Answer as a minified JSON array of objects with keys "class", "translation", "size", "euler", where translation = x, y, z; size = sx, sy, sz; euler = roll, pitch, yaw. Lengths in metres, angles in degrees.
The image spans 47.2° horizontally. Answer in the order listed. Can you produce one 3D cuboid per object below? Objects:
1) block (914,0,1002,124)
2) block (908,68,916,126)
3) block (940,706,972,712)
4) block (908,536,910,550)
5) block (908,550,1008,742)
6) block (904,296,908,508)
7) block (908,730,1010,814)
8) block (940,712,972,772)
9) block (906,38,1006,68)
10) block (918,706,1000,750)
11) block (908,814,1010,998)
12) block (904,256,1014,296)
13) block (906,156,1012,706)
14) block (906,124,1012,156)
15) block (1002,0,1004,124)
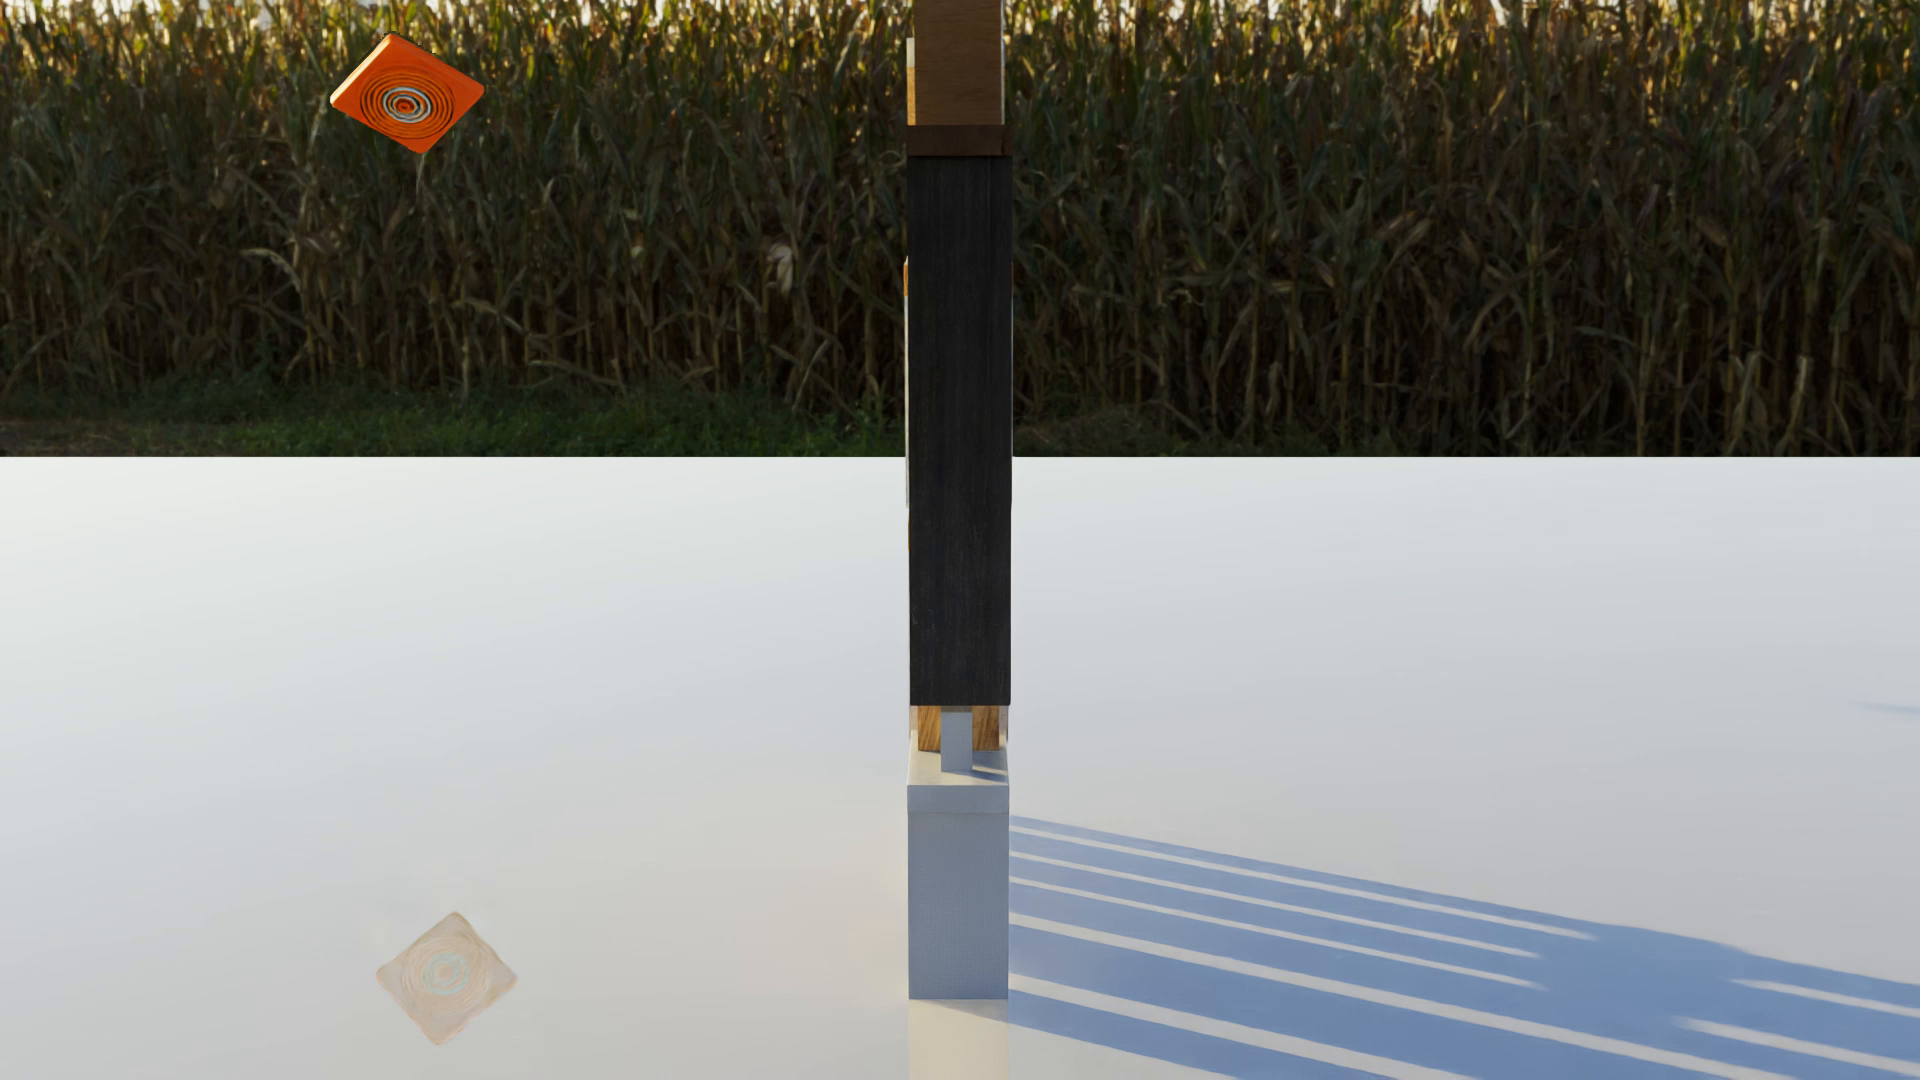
[{"class":"block","translation":[-0.003,-0.695,3.038],"size":[0.119,0.239,0.034],"euler":[0,10,0]},{"class":"block","translation":[-0.006,-0.600,3.528],"size":[0.154,0.309,0.044],"euler":[0,11,0]},{"class":"block","translation":[-0.005,0.234,3.220],"size":[0.046,0.013,0.092],"euler":[0,11,0]},{"class":"block","translation":[-0.002,-0.035,3.638],"size":[0.161,0.046,0.322],"euler":[0,11,0]},{"class":"block","translation":[-0.002,0.165,3.567],"size":[0.161,0.322,0.046],"euler":[0,11,0]},{"class":"block","translation":[-0.002,-0.228,3.596],"size":[0.175,0.349,0.049],"euler":[0,11,0]},{"class":"block","translation":[-0.002,0.343,3.283],"size":[0.146,0.041,0.292],"euler":[0,11,0]},{"class":"block","translation":[-0.005,0.291,3.199],"size":[0.046,0.092,0.013],"euler":[0,10,0]},{"class":"block","translation":[-0.007,-0.793,3.597],"size":[0.154,0.044,0.309],"euler":[0,11,0]},{"class":"block","translation":[-0.002,0.193,3.305],"size":[0.122,0.245,0.035],"euler":[0,11,0]},{"class":"block","translation":[-0.002,0.525,3.217],"size":[0.146,0.292,0.041],"euler":[0,11,0]},{"class":"block","translation":[-0.003,-0.445,3.674],"size":[0.175,0.049,0.349],"euler":[0,11,0]},{"class":"block","translation":[0.000,-0.149,3.111],"size":[0.145,0.779,0.041],"euler":[0,11,0]},{"class":"block","translation":[-0.001,-0.569,3.130],"size":[0.145,0.041,0.290],"euler":[0,10,0]},{"class":"block","translation":[0.000,-0.789,3.412],"size":[0.133,0.514,0.038],"euler":[0,10,0]}]
